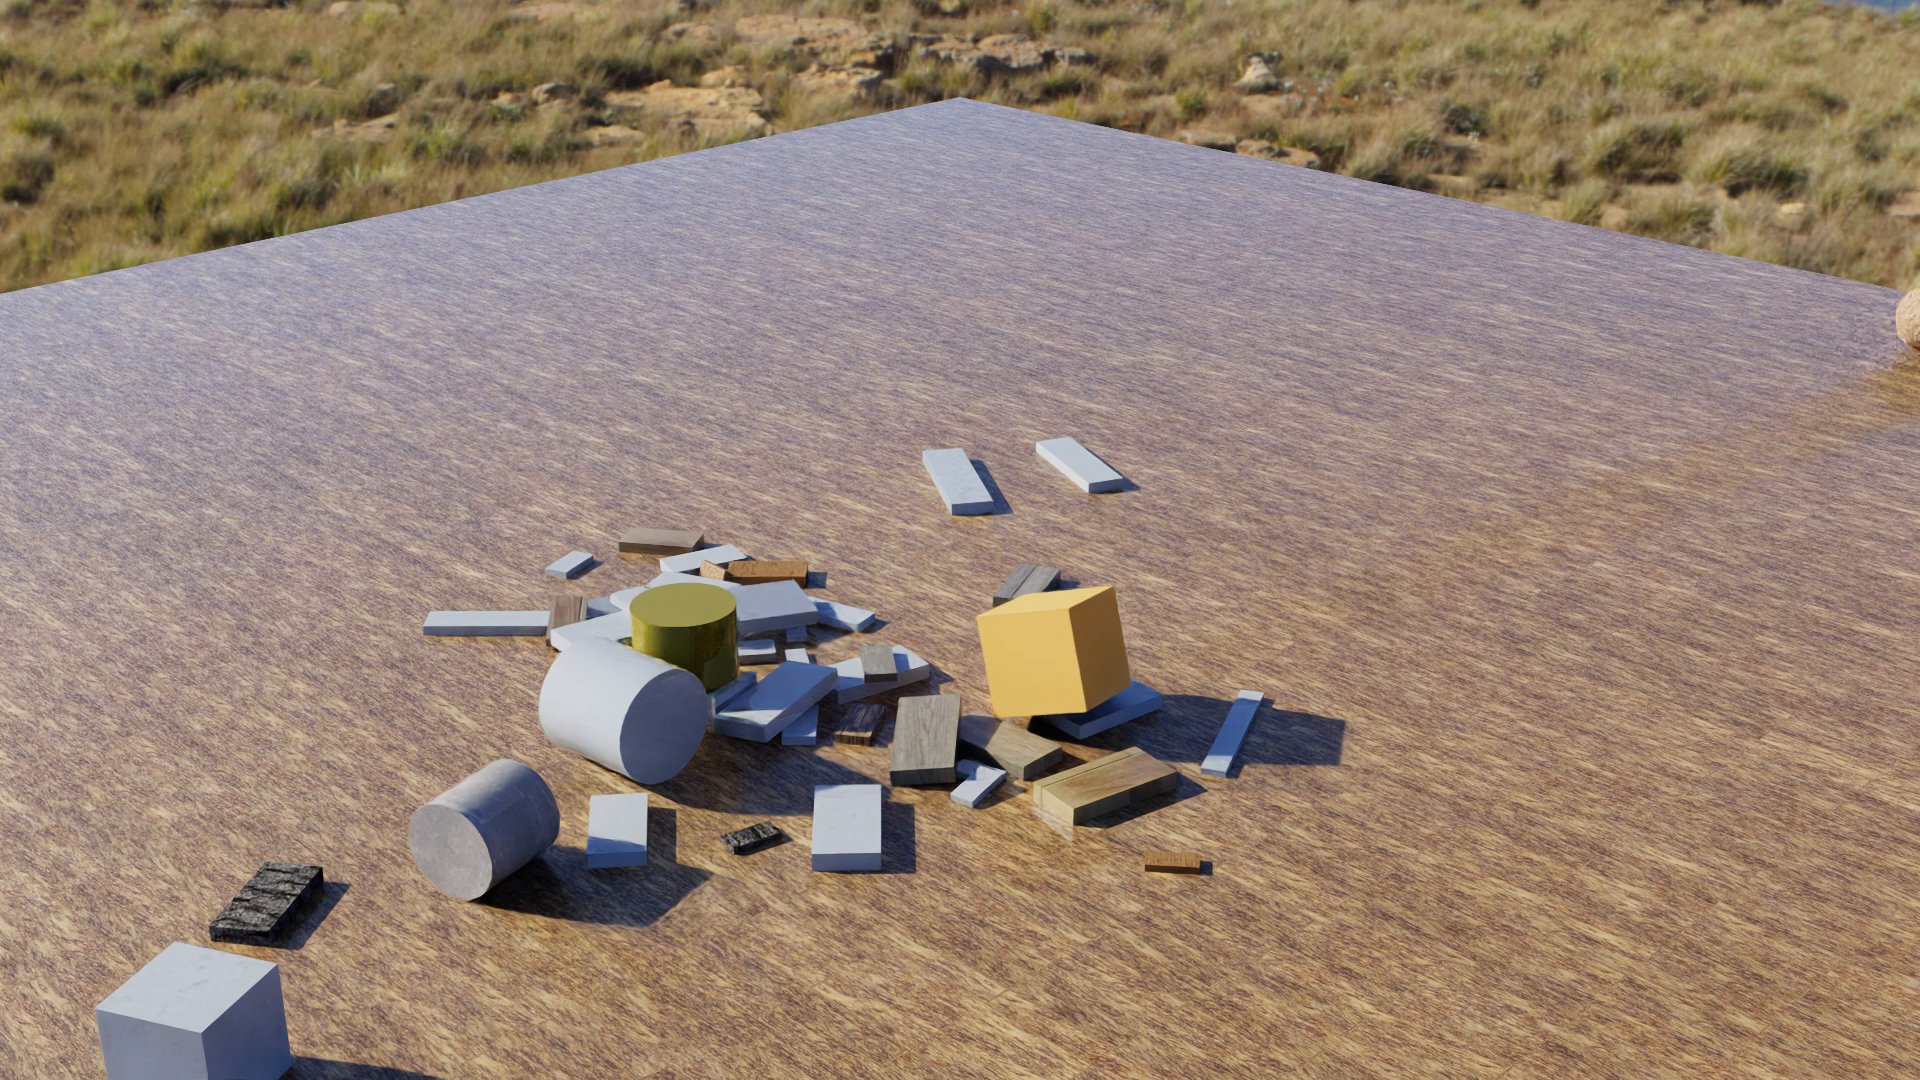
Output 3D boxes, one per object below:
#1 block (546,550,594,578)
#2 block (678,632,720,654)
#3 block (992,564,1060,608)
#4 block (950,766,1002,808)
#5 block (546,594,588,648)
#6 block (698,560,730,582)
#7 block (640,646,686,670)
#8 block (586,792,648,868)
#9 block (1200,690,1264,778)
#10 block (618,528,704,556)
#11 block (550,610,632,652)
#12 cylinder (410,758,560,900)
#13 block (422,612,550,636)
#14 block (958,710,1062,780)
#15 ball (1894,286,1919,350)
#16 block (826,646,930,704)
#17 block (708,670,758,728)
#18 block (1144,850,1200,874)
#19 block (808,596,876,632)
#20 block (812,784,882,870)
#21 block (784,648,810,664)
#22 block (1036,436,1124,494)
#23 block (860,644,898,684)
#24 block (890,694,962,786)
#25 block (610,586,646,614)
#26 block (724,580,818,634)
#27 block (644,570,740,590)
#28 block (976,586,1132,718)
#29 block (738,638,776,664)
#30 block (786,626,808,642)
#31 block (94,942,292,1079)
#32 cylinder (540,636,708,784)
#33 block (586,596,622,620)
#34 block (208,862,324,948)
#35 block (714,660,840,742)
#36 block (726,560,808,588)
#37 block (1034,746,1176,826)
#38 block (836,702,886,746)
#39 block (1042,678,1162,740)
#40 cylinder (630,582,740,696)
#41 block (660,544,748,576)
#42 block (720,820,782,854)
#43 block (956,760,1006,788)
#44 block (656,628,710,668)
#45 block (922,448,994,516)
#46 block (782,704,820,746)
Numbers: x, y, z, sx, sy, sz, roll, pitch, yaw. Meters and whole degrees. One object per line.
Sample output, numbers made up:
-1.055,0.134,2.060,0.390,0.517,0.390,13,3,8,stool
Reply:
-0.992,0.063,5.590,0.063,0.018,0.125,10,25,23,block
-0.634,0.236,5.182,0.125,0.018,0.063,15,27,32,block
0.166,0.119,5.442,0.106,0.030,0.212,8,24,18,block
0.034,0.507,4.523,0.054,0.015,0.109,16,37,32,block
-0.931,0.194,5.213,0.084,0.024,0.168,4,36,-7,block
-0.616,0.086,5.496,0.013,0.047,0.095,5,13,-46,block
-0.697,0.283,5.068,0.068,0.019,0.137,-17,29,-35,block
-0.678,0.575,4.364,0.115,0.033,0.230,-3,23,-6,block
0.592,0.416,4.761,0.053,0.015,0.384,8,24,18,block
-0.775,0.006,5.711,0.198,0.028,0.099,4,23,10,block
-0.771,0.210,5.154,0.346,0.039,0.138,-15,27,-37,block
-0.907,0.552,4.205,0.200,0.200,0.200,12,26,27,cylinder
-1.113,0.199,5.262,0.324,0.024,0.084,0,23,0,block
0.085,0.436,4.689,0.244,0.035,0.122,20,30,39,block
3.174,-0.724,7.183,0.222,0.222,0.222,0,23,0,ball
-0.205,0.305,4.997,0.244,0.035,0.122,-15,27,-31,block
-0.500,0.351,4.840,0.021,0.074,0.148,14,27,30,block
0.412,0.626,4.267,0.105,0.015,0.053,2,23,6,block
-0.340,0.171,5.330,0.270,0.022,0.076,13,26,28,block
-0.223,0.569,4.370,0.134,0.038,0.268,-1,23,-2,block
-0.376,0.278,5.088,0.047,0.013,0.094,-4,23,-10,block
0.336,-0.214,6.227,0.106,0.030,0.354,-9,25,-20,block
-0.186,0.280,4.985,0.074,0.021,0.148,-3,23,-6,block
-0.070,0.421,4.658,0.134,0.038,0.268,-4,30,6,block
-0.747,0.155,5.213,0.084,0.024,0.168,-16,27,-39,block
-0.491,0.163,5.227,0.276,0.039,0.138,-7,35,-31,block
-0.659,0.125,5.427,0.212,0.030,0.106,10,25,21,block
0.206,0.243,4.787,0.225,0.225,0.225,-6,8,31,block
-0.507,0.262,5.117,0.152,0.022,0.076,-4,23,-9,block
-0.390,0.216,5.235,0.047,0.013,0.095,-2,23,-7,block
-1.247,0.812,3.589,0.201,0.201,0.201,8,24,17,block
-0.704,0.354,4.608,0.249,0.249,0.249,18,29,36,cylinder
-0.879,0.171,5.300,0.137,0.019,0.068,-9,39,-29,block
-1.296,0.680,4.117,0.115,0.033,0.230,4,23,9,block
-0.401,0.352,4.830,0.138,0.039,0.276,7,28,33,block
-0.483,0.085,5.523,0.198,0.028,0.099,0,23,0,block
0.298,0.504,4.525,0.268,0.038,0.134,-15,27,-32,block
-0.215,0.401,4.789,0.076,0.022,0.152,5,23,11,block
0.315,0.368,4.850,0.244,0.035,0.122,-17,28,-35,block
-0.608,0.249,4.873,0.235,0.235,0.235,0,23,0,cylinder
-0.651,0.059,5.586,0.198,0.028,0.099,-12,26,-26,block
-0.413,0.589,4.354,0.109,0.015,0.054,-15,27,-31,block
0.039,0.487,4.593,0.105,0.015,0.053,13,26,29,block
-0.640,0.251,5.086,0.137,0.068,0.019,25,74,44,block
-0.009,-0.165,6.108,0.115,0.033,0.414,-5,23,-11,block
-0.347,0.402,4.786,0.074,0.021,0.148,0,23,-1,block
